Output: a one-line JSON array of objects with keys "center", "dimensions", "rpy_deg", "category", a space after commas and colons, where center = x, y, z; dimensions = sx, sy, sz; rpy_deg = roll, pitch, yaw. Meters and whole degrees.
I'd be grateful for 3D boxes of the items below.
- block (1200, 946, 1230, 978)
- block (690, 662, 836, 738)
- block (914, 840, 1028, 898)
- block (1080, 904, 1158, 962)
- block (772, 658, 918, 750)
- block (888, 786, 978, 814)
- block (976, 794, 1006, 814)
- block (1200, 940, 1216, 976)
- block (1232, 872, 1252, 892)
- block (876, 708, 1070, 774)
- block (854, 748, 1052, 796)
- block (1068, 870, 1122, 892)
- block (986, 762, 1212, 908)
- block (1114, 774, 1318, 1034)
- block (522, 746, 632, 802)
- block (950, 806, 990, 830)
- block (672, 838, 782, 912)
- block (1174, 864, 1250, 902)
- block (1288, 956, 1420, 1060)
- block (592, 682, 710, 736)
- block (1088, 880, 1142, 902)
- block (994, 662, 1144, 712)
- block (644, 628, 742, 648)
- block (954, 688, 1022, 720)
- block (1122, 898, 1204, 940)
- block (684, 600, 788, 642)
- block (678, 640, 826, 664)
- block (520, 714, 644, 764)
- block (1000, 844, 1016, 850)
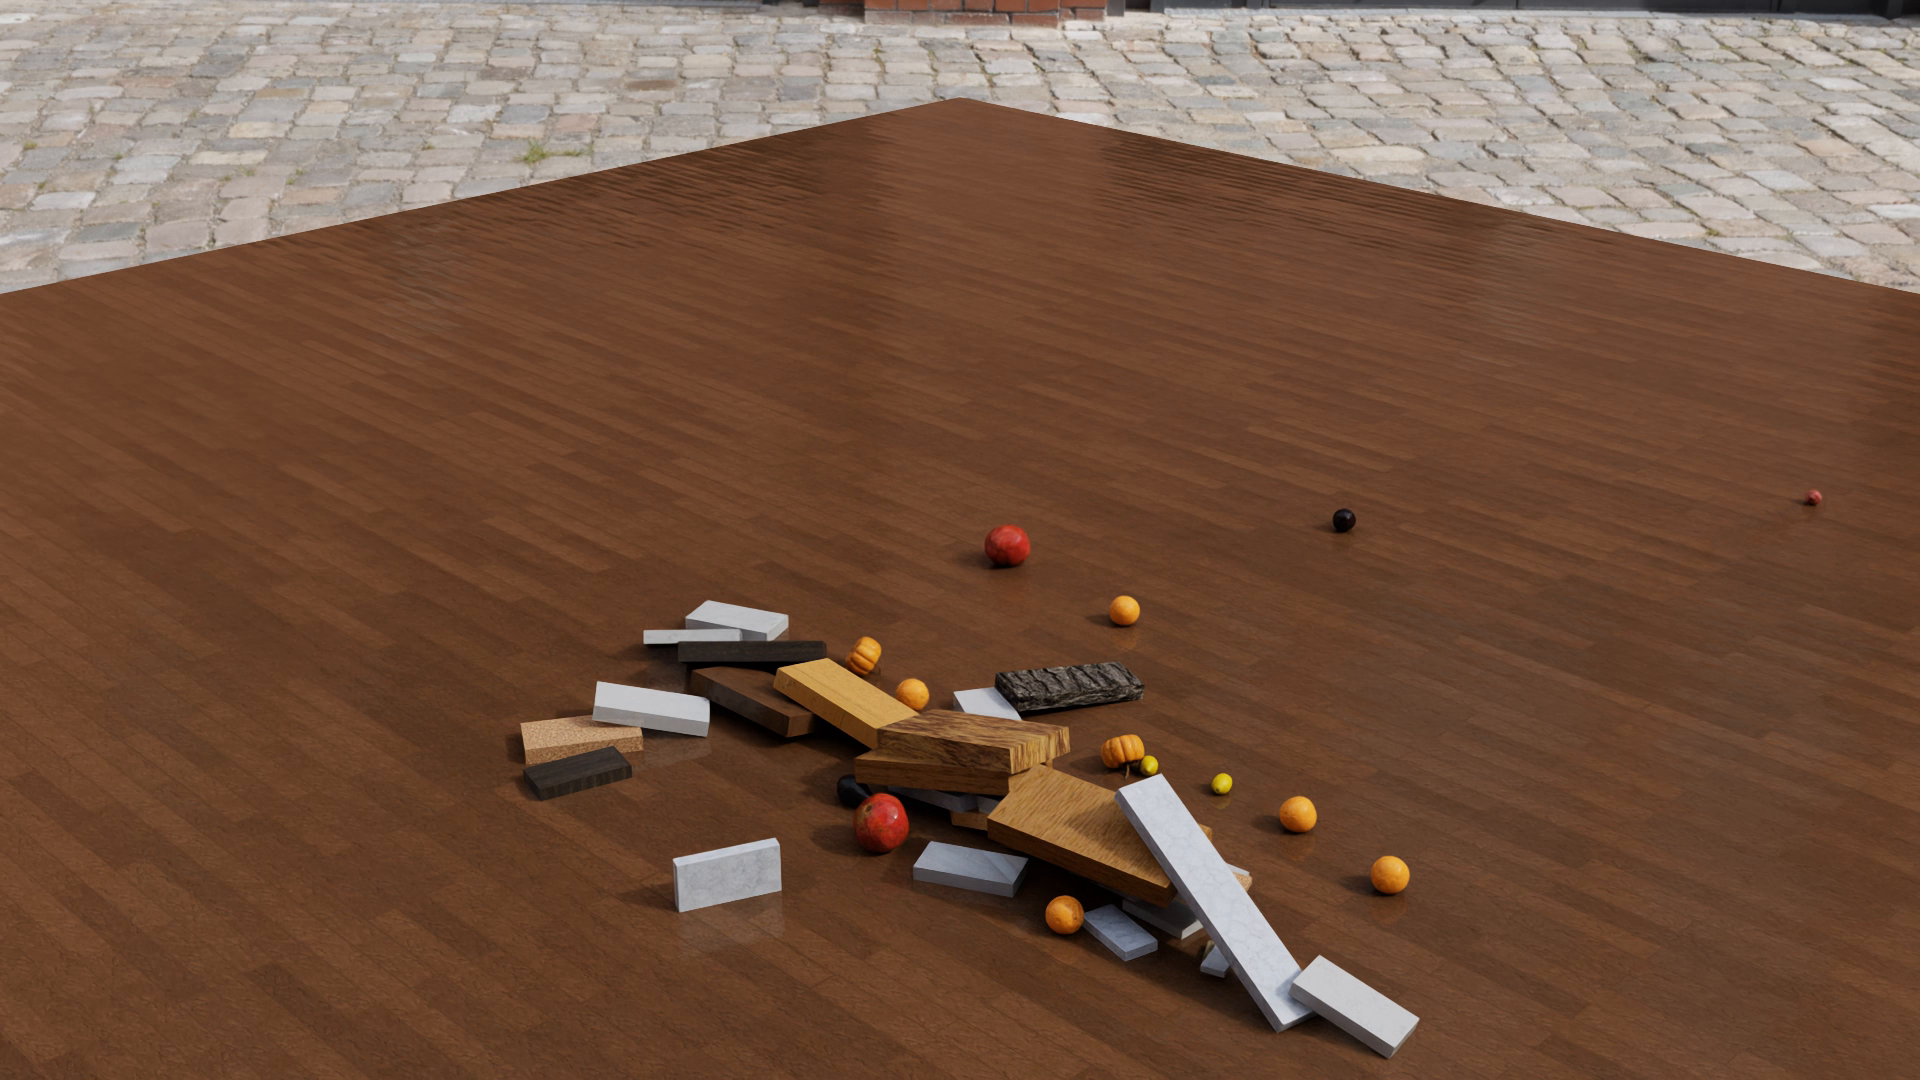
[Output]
[{"center": [0.469, 0.750, 3.942], "dimensions": [0.046, 0.013, 0.092], "rpy_deg": [12, 26, 25], "category": "block"}, {"center": [-0.427, 0.349, 4.834], "dimensions": [0.323, 0.046, 0.162], "rpy_deg": [21, 17, 40], "category": "block"}, {"center": [0.021, 0.633, 4.233], "dimensions": [0.201, 0.028, 0.100], "rpy_deg": [8, 24, 17], "category": "block"}, {"center": [0.291, 0.720, 4.038], "dimensions": [0.072, 0.021, 0.145], "rpy_deg": [-13, 26, -29], "category": "block"}, {"center": [-0.232, 0.356, 4.757], "dimensions": [0.323, 0.046, 0.162], "rpy_deg": [28, 22, 33], "category": "block"}, {"center": [-0.029, 0.498, 4.481], "dimensions": [0.120, 0.034, 0.239], "rpy_deg": [-18, 17, -36], "category": "block"}, {"center": [0.153, 0.514, 4.292], "dimensions": [0.120, 0.034, 0.239], "rpy_deg": [-19, 15, -34], "category": "block"}, {"center": [0.463, 0.755, 3.965], "dimensions": [0.046, 0.013, 0.092], "rpy_deg": [6, 24, 14], "category": "block"}, {"center": [0.481, 0.618, 4.002], "dimensions": [0.092, 0.013, 0.046], "rpy_deg": [14, 29, 20], "category": "block"}, {"center": [0.024, 0.403, 4.423], "dimensions": [0.358, 0.051, 0.179], "rpy_deg": [4, 13, 42], "category": "block"}, {"center": [-0.014, 0.454, 4.440], "dimensions": [0.358, 0.051, 0.179], "rpy_deg": [1, 11, 31], "category": "block"}, {"center": [0.322, 0.622, 4.160], "dimensions": [0.112, 0.032, 0.224], "rpy_deg": [-20, 19, -37], "category": "block"}, {"center": [0.257, 0.544, 4.077], "dimensions": [0.376, 0.051, 0.179], "rpy_deg": [18, 40, 27], "category": "block"}, {"center": [0.457, 0.638, 3.912], "dimensions": [0.101, 0.029, 0.523], "rpy_deg": [-15, 55, -31], "category": "block"}, {"center": [-0.796, 0.485, 4.580], "dimensions": [0.201, 0.028, 0.100], "rpy_deg": [-13, 26, -27], "category": "block"}, {"center": [0.107, 0.542, 4.362], "dimensions": [0.239, 0.034, 0.120], "rpy_deg": [2, 17, 45], "category": "block"}, {"center": [-0.438, 0.631, 4.145], "dimensions": [0.201, 0.100, 0.028], "rpy_deg": [-9, 25, -21], "category": "block"}, {"center": [0.406, 0.612, 4.055], "dimensions": [0.224, 0.032, 0.112], "rpy_deg": [19, 31, 28], "category": "block"}, {"center": [0.675, 0.800, 3.771], "dimensions": [0.202, 0.029, 0.101], "rpy_deg": [31, 35, 24], "category": "block"}, {"center": [-0.670, 0.367, 4.778], "dimensions": [0.247, 0.035, 0.124], "rpy_deg": [9, 20, -10], "category": "block"}, {"center": [0.315, 0.646, 4.176], "dimensions": [0.072, 0.021, 0.145], "rpy_deg": [-17, 18, -32], "category": "block"}, {"center": [0.244, 0.325, 4.907], "dimensions": [0.310, 0.035, 0.124], "rpy_deg": [-4, 23, -23], "category": "block"}, {"center": [-0.619, 0.229, 5.115], "dimensions": [0.220, 0.031, 0.110], "rpy_deg": [-1, -8, -2], "category": "block"}, {"center": [0.066, 0.388, 4.807], "dimensions": [0.110, 0.031, 0.220], "rpy_deg": [-6, 24, -14], "category": "block"}, {"center": [0.382, 0.694, 4.099], "dimensions": [0.072, 0.021, 0.145], "rpy_deg": [-21, 31, -40], "category": "block"}, {"center": [-0.533, 0.197, 5.257], "dimensions": [0.220, 0.031, 0.110], "rpy_deg": [9, 25, 21], "category": "block"}, {"center": [-0.470, 0.257, 5.007], "dimensions": [0.323, 0.046, 0.162], "rpy_deg": [0, -5, 0], "category": "block"}, {"center": [-0.812, 0.422, 4.721], "dimensions": [0.247, 0.035, 0.124], "rpy_deg": [-6, 24, -14], "category": "block"}, {"center": [0.190, 0.579, 4.279], "dimensions": [0.112, 0.032, 0.224], "rpy_deg": [-19, 15, -36], "category": "block"}]
